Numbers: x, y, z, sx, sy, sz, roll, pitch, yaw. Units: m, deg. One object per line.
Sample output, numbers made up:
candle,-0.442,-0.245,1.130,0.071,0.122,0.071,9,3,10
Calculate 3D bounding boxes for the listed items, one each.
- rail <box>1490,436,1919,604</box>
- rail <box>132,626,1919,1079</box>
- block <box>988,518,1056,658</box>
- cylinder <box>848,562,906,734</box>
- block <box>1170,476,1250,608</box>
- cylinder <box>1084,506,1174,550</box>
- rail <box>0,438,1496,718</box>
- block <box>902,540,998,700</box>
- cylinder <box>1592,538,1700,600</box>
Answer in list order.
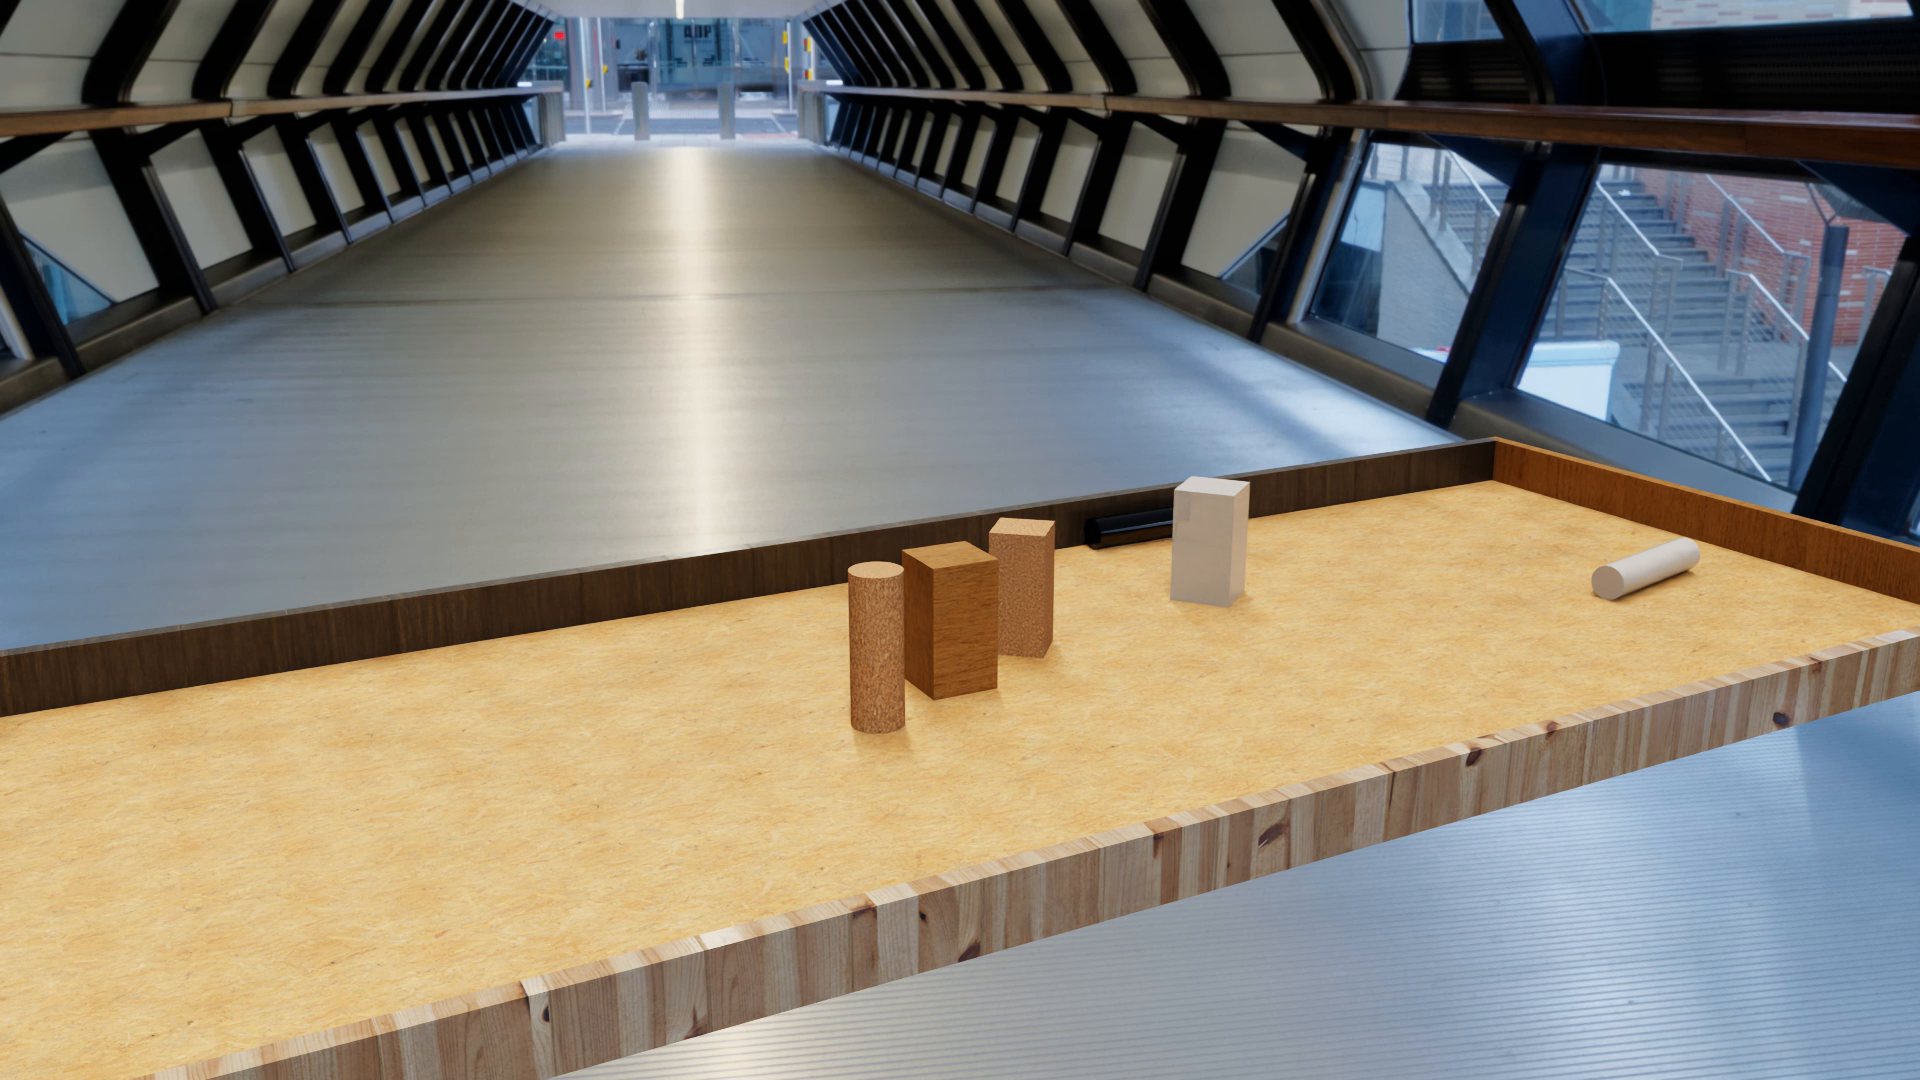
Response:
rail,2.466,-0.048,5.253,0.050,0.150,2.100,-9,18,-27
rail,-2.336,1.006,1.665,12.000,0.150,0.050,-9,18,-27
block,0.162,0.125,4.341,0.147,0.332,0.147,4,17,12
cylinder,-0.193,0.250,3.833,0.128,0.379,0.128,0,16,0
block,0.722,0.003,4.762,0.174,0.329,0.174,7,18,23
cylinder,0.614,-0.048,5.340,0.439,0.101,0.101,-9,18,-27
rail,-3.305,0.497,3.399,12.000,0.150,0.050,-9,18,-27
block,-0.025,0.197,4.089,0.177,0.336,0.177,-8,18,-26
cylinder,2.039,0.083,4.894,0.451,0.101,0.101,-13,21,-38
